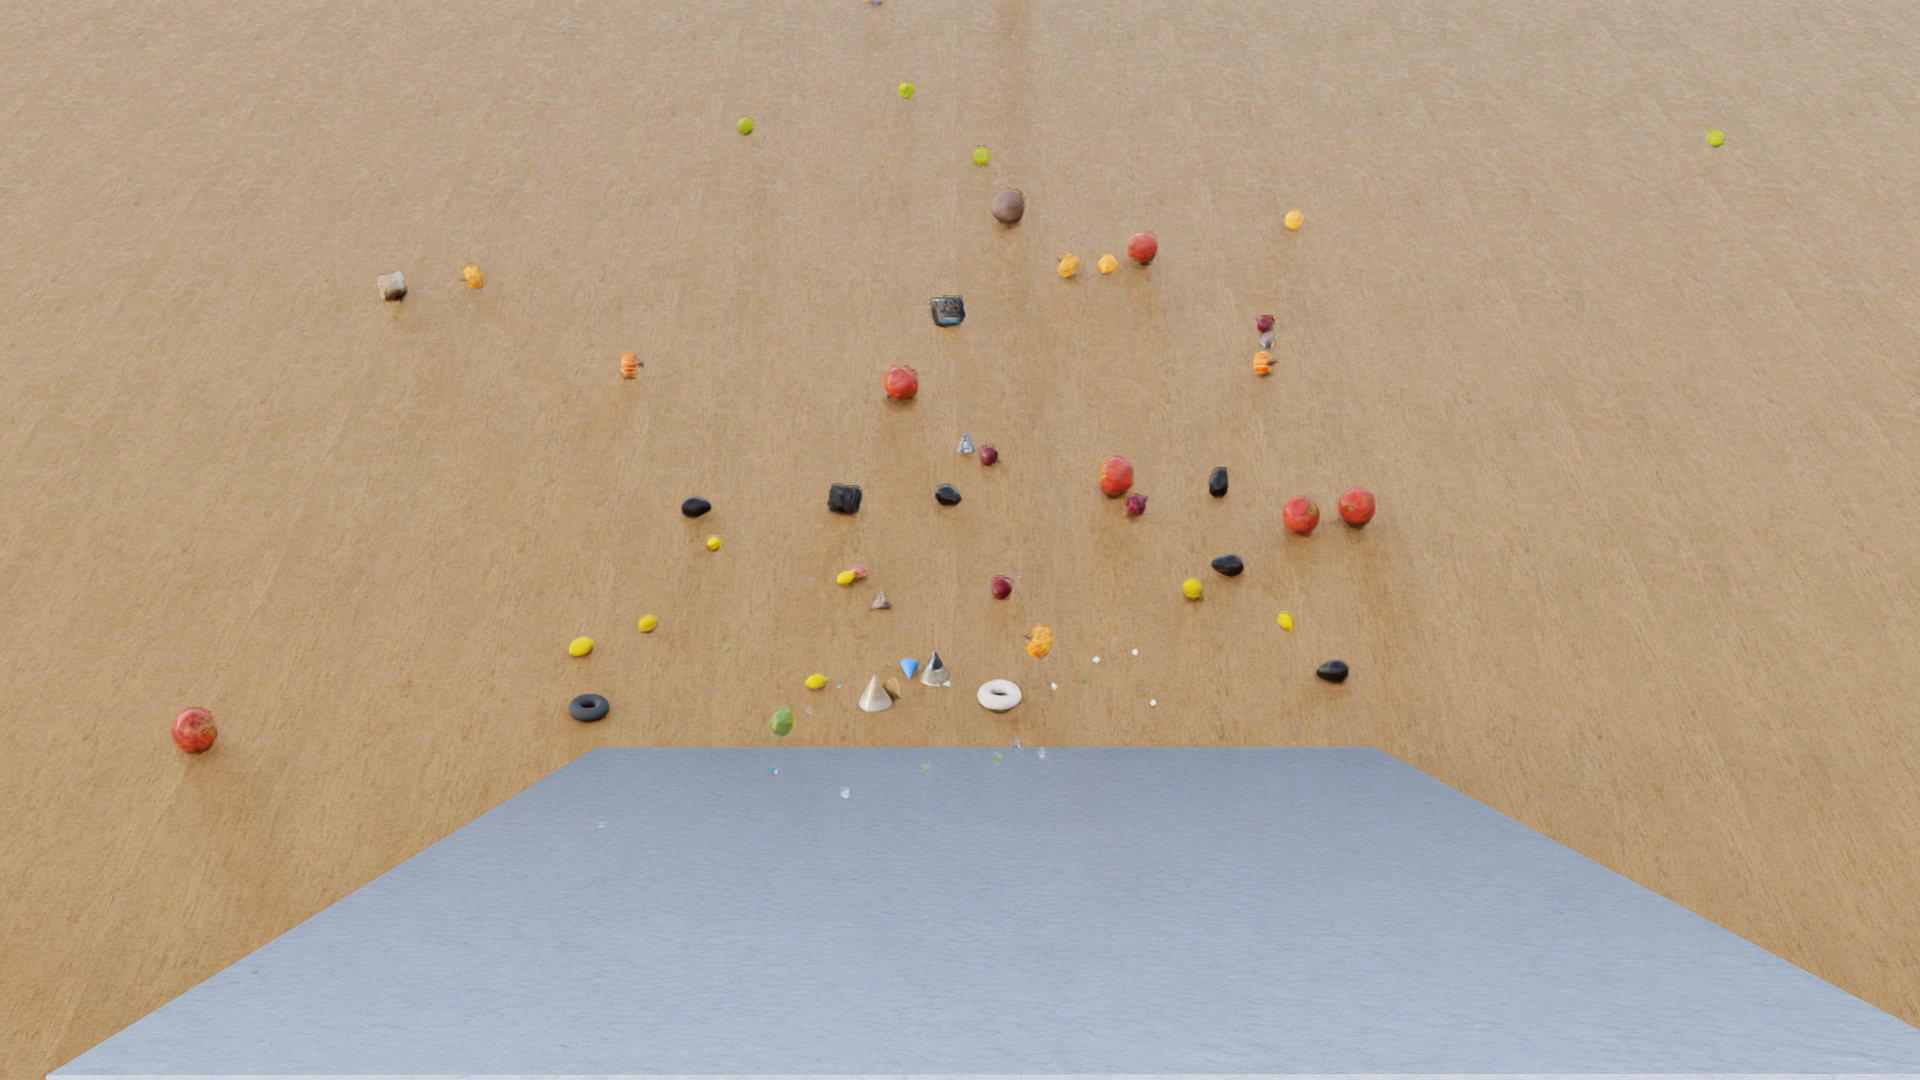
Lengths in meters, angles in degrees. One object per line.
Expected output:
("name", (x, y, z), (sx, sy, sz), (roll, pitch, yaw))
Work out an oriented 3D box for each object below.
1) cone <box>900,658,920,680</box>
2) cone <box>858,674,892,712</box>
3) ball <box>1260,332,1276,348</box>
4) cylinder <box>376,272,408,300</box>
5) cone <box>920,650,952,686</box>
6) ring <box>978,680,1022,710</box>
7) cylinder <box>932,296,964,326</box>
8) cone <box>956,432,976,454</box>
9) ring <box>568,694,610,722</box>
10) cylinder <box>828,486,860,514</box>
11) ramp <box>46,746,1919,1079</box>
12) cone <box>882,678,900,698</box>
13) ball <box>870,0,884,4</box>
("cone", (-0.138, 0.363, 7.093), (0.054, 0.054, 0.054), (2, 56, 3))
("cone", (-0.228, 0.399, 6.957), (0.094, 0.094, 0.094), (0, 29, 0))
("ball", (1.063, -0.691, 8.934), (0.055, 0.055, 0.055), (0, 29, 0))
("cylinder", (-2.042, -0.915, 9.295), (0.084, 0.084, 0.084), (-18, 34, -22))
("cone", (-0.068, 0.338, 7.072), (0.088, 0.088, 0.088), (0, 29, 0))
("ring", (0.107, 0.419, 6.979), (0.118, 0.039, 0.118), (0, 31, 0))
("cylinder", (-0.042, -0.805, 9.095), (0.091, 0.091, 0.091), (-10, 31, -16))
("cone", (0.018, -0.319, 8.266), (0.061, 0.061, 0.061), (0, 29, 0))
("ring", (-0.994, 0.449, 6.929), (0.108, 0.036, 0.108), (1, 29, -1))
("cylinder", (-0.353, -0.123, 7.897), (0.080, 0.080, 0.080), (7, 30, 12))
("ramp", (0.066, 0.589, 4.640), (2.000, 0.100, 4.000), (0, 0, 0))
("cone", (-0.176, 0.410, 6.996), (0.056, 0.056, 0.056), (-21, 53, -32))
("ball", (-0.396, -2.582, 12.263), (0.085, 0.085, 0.085), (0, 29, 0))
